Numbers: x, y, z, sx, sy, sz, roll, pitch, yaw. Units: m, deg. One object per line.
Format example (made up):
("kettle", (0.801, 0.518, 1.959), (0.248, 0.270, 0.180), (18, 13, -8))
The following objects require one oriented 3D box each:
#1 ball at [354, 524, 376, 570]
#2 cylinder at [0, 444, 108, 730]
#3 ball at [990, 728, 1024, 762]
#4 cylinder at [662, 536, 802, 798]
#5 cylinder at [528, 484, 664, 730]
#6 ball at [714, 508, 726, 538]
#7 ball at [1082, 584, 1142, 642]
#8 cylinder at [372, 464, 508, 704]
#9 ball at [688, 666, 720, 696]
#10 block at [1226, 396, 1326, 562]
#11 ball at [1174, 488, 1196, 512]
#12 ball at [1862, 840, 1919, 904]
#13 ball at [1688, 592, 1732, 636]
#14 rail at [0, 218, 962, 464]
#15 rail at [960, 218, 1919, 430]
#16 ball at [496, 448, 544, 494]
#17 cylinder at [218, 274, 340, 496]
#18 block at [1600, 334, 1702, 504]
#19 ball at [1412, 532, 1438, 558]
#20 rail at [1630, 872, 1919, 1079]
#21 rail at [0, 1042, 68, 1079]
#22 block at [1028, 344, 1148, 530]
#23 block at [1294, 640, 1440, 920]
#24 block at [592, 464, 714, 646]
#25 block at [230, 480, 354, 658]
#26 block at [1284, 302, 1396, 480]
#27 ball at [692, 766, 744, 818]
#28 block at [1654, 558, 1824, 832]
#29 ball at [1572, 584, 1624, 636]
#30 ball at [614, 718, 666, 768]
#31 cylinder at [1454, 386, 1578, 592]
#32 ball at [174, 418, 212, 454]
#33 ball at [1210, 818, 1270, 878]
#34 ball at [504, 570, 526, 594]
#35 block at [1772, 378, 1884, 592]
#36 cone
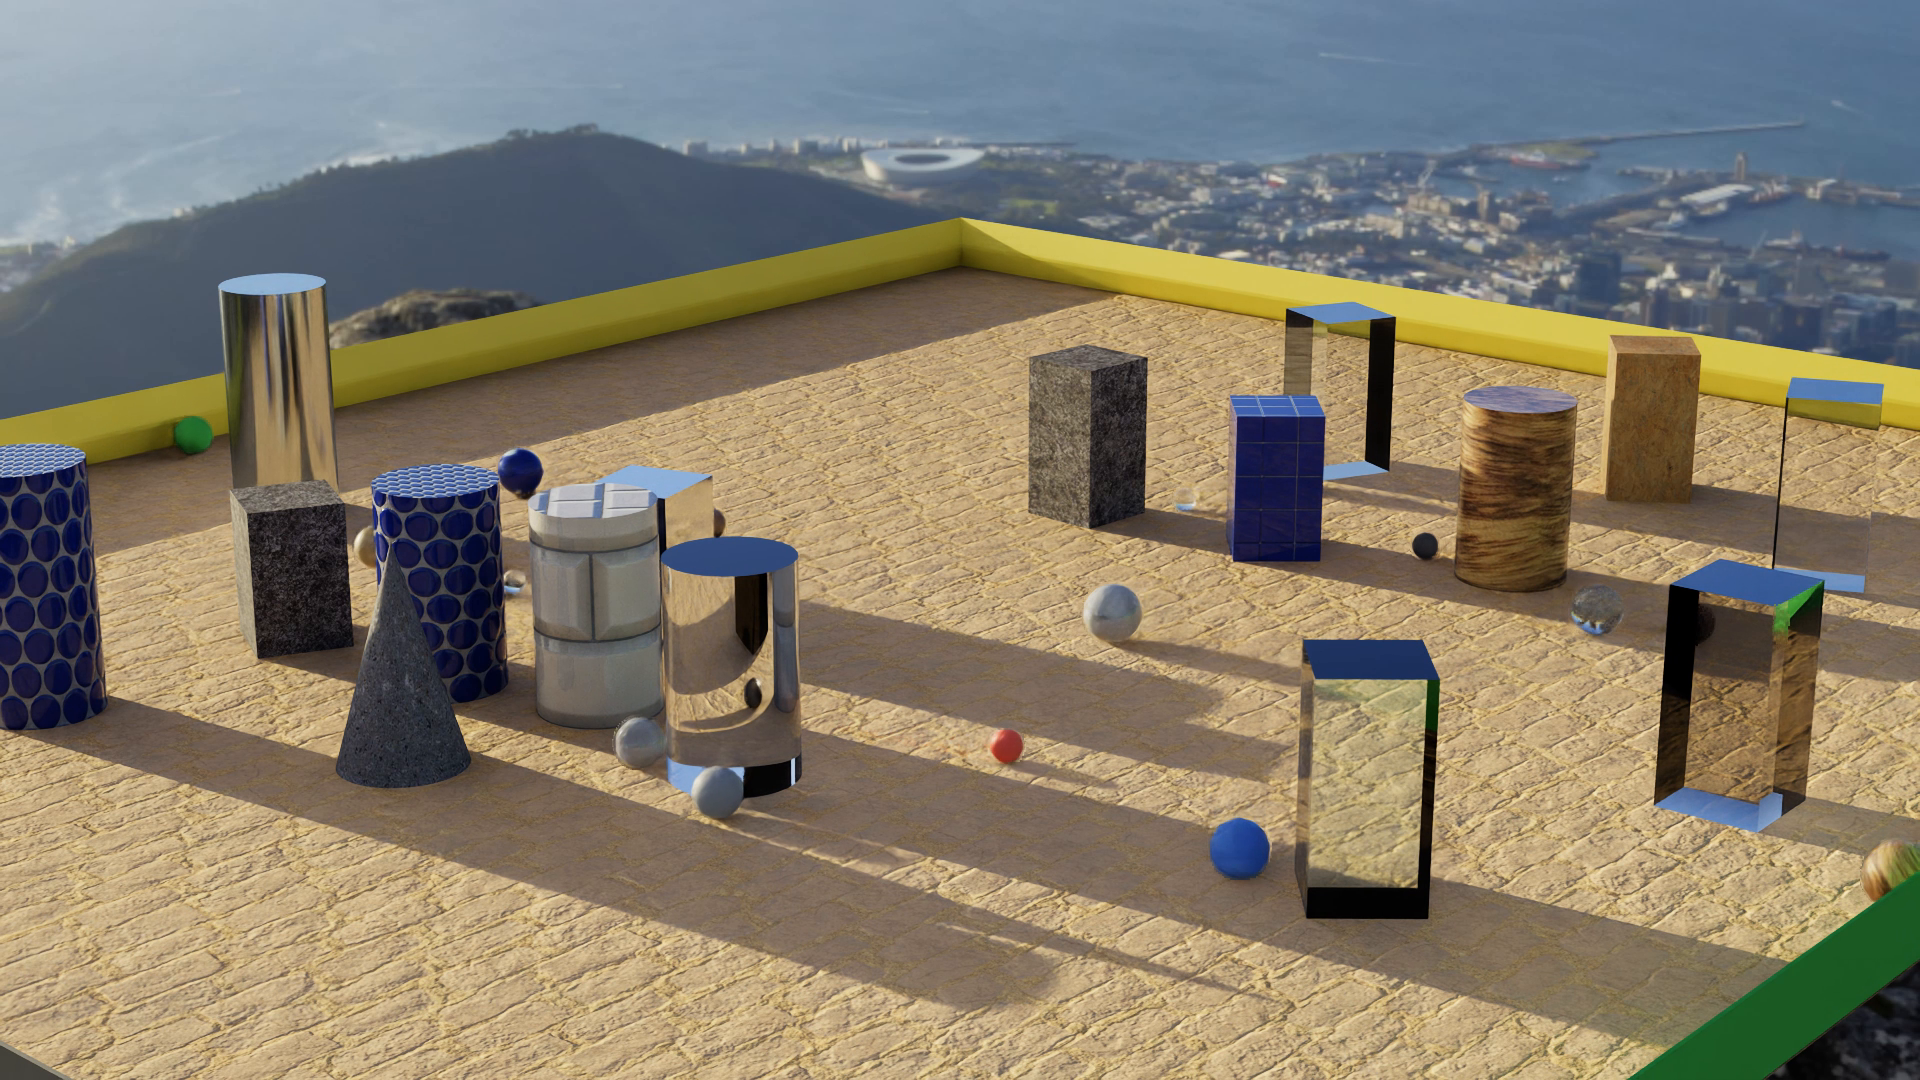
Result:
("ball", (-1.048, 0.012, 5.272), (0.081, 0.081, 0.081), (0, 17, 0))
("cylinder", (-1.434, 0.070, 4.524), (0.198, 0.401, 0.198), (0, 17, 0))
("ball", (0.069, 0.305, 4.355), (0.050, 0.050, 0.050), (0, 17, 0))
("cylinder", (-0.331, 0.184, 4.264), (0.198, 0.335, 0.198), (0, 17, 0))
("cylinder", (-0.562, 0.101, 4.536), (0.198, 0.337, 0.198), (0, 17, 0))
("ball", (-0.466, -0.030, 5.450), (0.060, 0.060, 0.060), (0, 17, 0))
("ball", (0.253, 0.122, 4.879), (0.099, 0.099, 0.099), (0, 17, 0))
("cylinder", (-0.822, 0.068, 4.642), (0.198, 0.337, 0.198), (0, 17, 0))
("ball", (-0.404, 0.223, 4.630), (0.048, 0.048, 0.048), (0, 17, 0))
("block", (0.575, -0.114, 5.361), (0.158, 0.271, 0.158), (0, 17, 0))
("ball", (0.432, -0.078, 5.634), (0.044, 0.044, 0.044), (0, 17, 0))
("ball", (1.227, 0.439, 3.832), (0.094, 0.094, 0.094), (0, 17, 0))
("ball", (1.258, 0.124, 4.917), (0.072, 0.072, 0.072), (0, 17, 0))
("rail", (-1.419, -0.323, 6.299), (0.045, 0.129, 4.385), (14, 22, 39))
("rail", (1.422, -0.440, 6.688), (3.806, 0.129, 0.045), (14, 22, 39))
("ball", (-0.862, -0.134, 5.741), (0.091, 0.091, 0.091), (0, 17, 0))
("cylinder", (-1.294, -0.269, 5.578), (0.198, 0.444, 0.198), (0, 17, 0))
("block", (1.348, -0.237, 5.730), (0.158, 0.295, 0.158), (2, 17, 7))
("ball", (0.846, 0.010, 5.336), (0.048, 0.048, 0.048), (0, 17, 0))
("rail", (1.419, 0.388, 3.940), (0.045, 0.129, 4.385), (14, 22, 39))
("rail", (-1.422, 0.505, 3.552), (3.806, 0.129, 0.045), (14, 22, 39))
("block", (0.243, -0.199, 5.582), (0.158, 0.306, 0.158), (16, 23, 43))
("block", (0.531, 0.312, 3.844), (0.158, 0.330, 0.158), (0, 17, 1))
("block", (-0.521, 0.024, 4.931), (0.158, 0.255, 0.158), (8, 18, 24))
("block", (-1.110, 0.046, 4.871), (0.158, 0.248, 0.158), (-7, 18, -22))
("block", (0.760, -0.302, 5.901), (0.158, 0.319, 0.158), (-8, 18, -24))
("ball", (-0.341, 0.356, 4.143), (0.074, 0.074, 0.074), (0, 17, 0))
("block", (1.103, 0.218, 4.154), (0.158, 0.332, 0.158), (13, 21, 38))
("ball", (1.069, 0.117, 4.917), (0.086, 0.086, 0.086), (0, 17, 0))
("ball", (-0.472, 0.299, 4.329), (0.075, 0.075, 0.075), (0, 17, 0))
("cylinder", (0.984, -0.092, 5.194), (0.198, 0.325, 0.198), (0, 17, 0))
("ball", (-1.579, -0.215, 6.032), (0.077, 0.077, 0.077), (0, 17, 0))
("ball", (0.376, 0.414, 3.940), (0.080, 0.080, 0.080), (0, 17, 0))
("ball", (-0.781, 0.073, 5.137), (0.043, 0.043, 0.043), (0, 17, 0))
("block", (1.536, -0.099, 5.193), (0.158, 0.340, 0.158), (6, 18, 18))
("cone", (-0.826, 0.167, 4.302), (0.198, 0.345, 0.198), (0, 17, 0))
